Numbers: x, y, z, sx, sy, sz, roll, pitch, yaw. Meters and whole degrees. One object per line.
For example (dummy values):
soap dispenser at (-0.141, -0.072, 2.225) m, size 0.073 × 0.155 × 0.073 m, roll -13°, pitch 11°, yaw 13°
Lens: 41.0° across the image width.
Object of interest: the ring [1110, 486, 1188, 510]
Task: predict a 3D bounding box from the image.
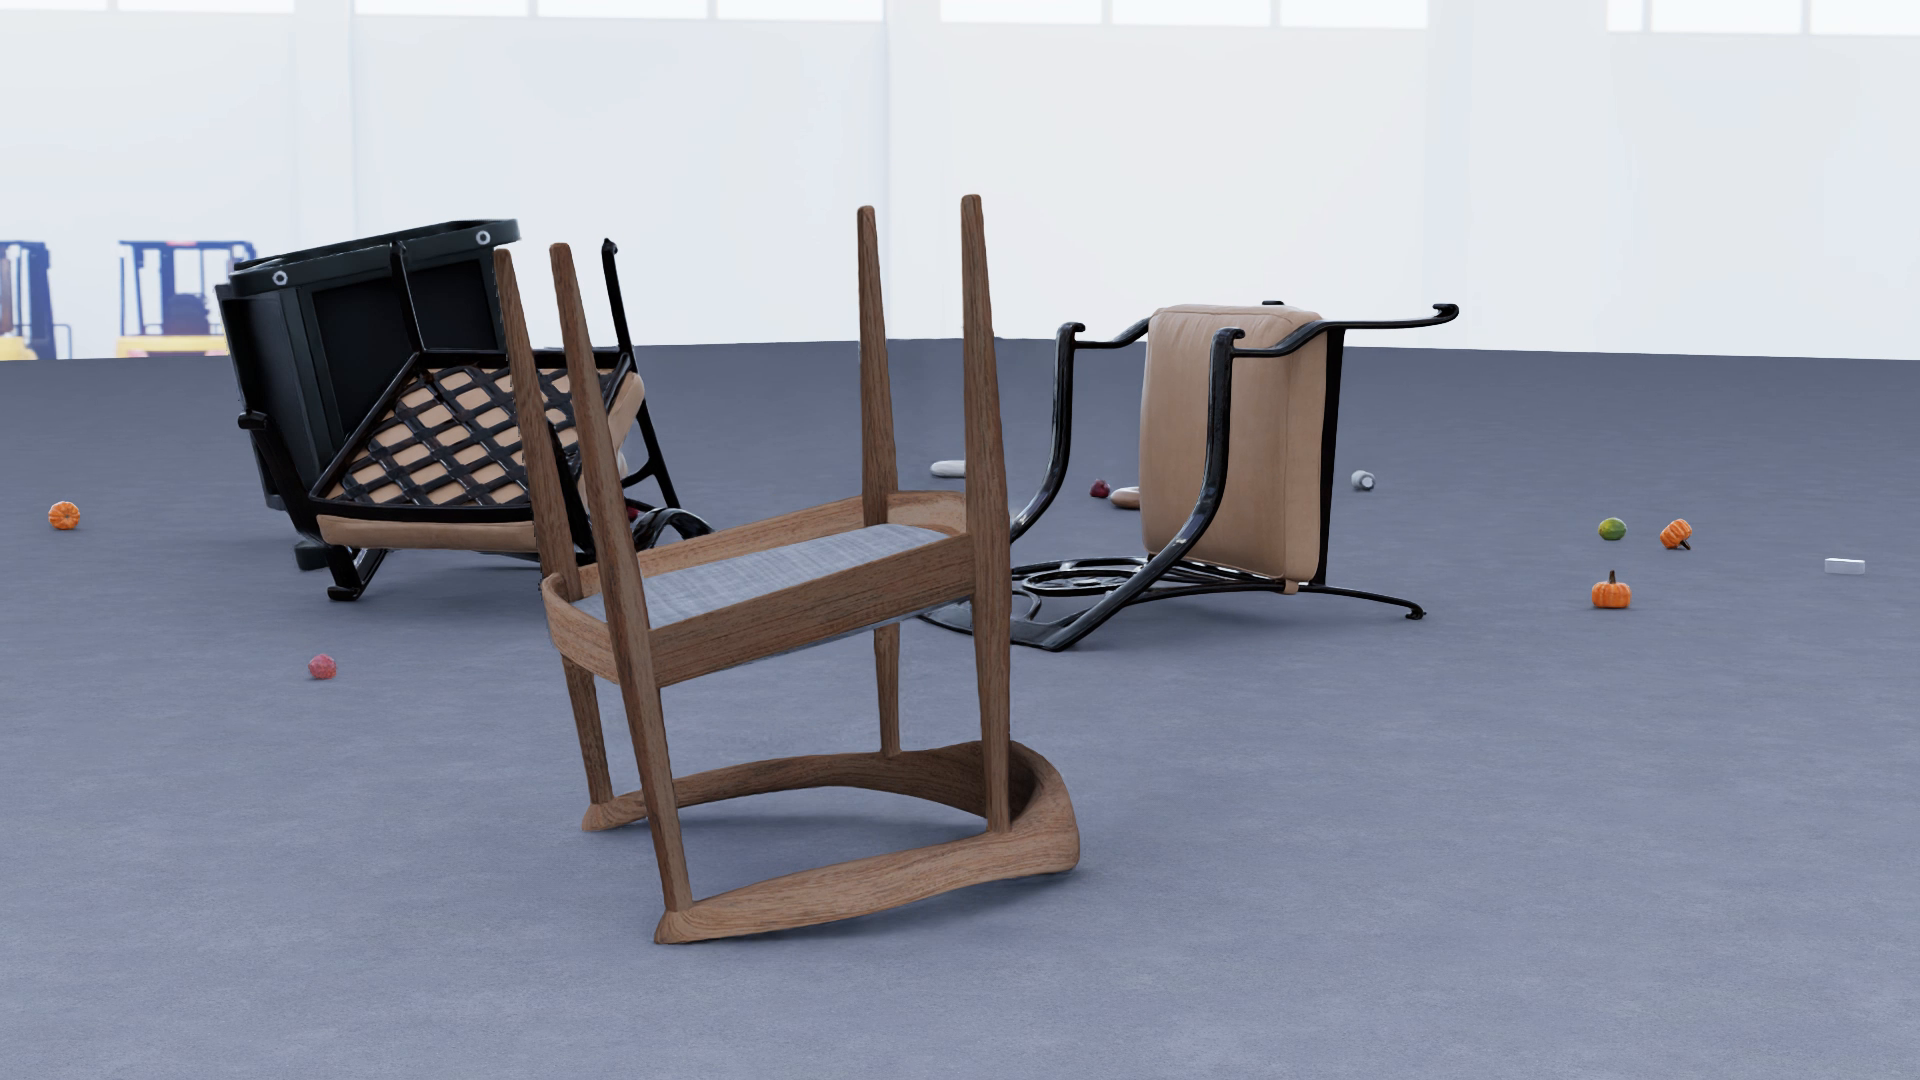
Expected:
ring at (0.541, -0.119, 7.321) m, size 0.222 × 0.051 × 0.242 m, roll 3°, pitch 7°, yaw 19°

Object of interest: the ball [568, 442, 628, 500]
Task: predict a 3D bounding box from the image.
ball at (-1.065, -0.204, 7.551) m, size 0.172 × 0.172 × 0.172 m, roll 0°, pitch 6°, yaw 0°

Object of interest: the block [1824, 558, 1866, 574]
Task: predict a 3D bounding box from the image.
block at (1.966, 0.059, 5.700) m, size 0.078 × 0.028 × 0.033 m, roll 5°, pitch 8°, yaw 39°

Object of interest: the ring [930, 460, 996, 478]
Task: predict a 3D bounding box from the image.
ring at (0.012, -0.232, 8.444) m, size 0.211 × 0.046 × 0.230 m, roll -3°, pitch 7°, yaw -35°

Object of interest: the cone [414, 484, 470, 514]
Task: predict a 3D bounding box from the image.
cone at (-1.444, -0.103, 7.221) m, size 0.156 × 0.081 × 0.159 m, roll -2°, pitch -8°, yaw -1°
